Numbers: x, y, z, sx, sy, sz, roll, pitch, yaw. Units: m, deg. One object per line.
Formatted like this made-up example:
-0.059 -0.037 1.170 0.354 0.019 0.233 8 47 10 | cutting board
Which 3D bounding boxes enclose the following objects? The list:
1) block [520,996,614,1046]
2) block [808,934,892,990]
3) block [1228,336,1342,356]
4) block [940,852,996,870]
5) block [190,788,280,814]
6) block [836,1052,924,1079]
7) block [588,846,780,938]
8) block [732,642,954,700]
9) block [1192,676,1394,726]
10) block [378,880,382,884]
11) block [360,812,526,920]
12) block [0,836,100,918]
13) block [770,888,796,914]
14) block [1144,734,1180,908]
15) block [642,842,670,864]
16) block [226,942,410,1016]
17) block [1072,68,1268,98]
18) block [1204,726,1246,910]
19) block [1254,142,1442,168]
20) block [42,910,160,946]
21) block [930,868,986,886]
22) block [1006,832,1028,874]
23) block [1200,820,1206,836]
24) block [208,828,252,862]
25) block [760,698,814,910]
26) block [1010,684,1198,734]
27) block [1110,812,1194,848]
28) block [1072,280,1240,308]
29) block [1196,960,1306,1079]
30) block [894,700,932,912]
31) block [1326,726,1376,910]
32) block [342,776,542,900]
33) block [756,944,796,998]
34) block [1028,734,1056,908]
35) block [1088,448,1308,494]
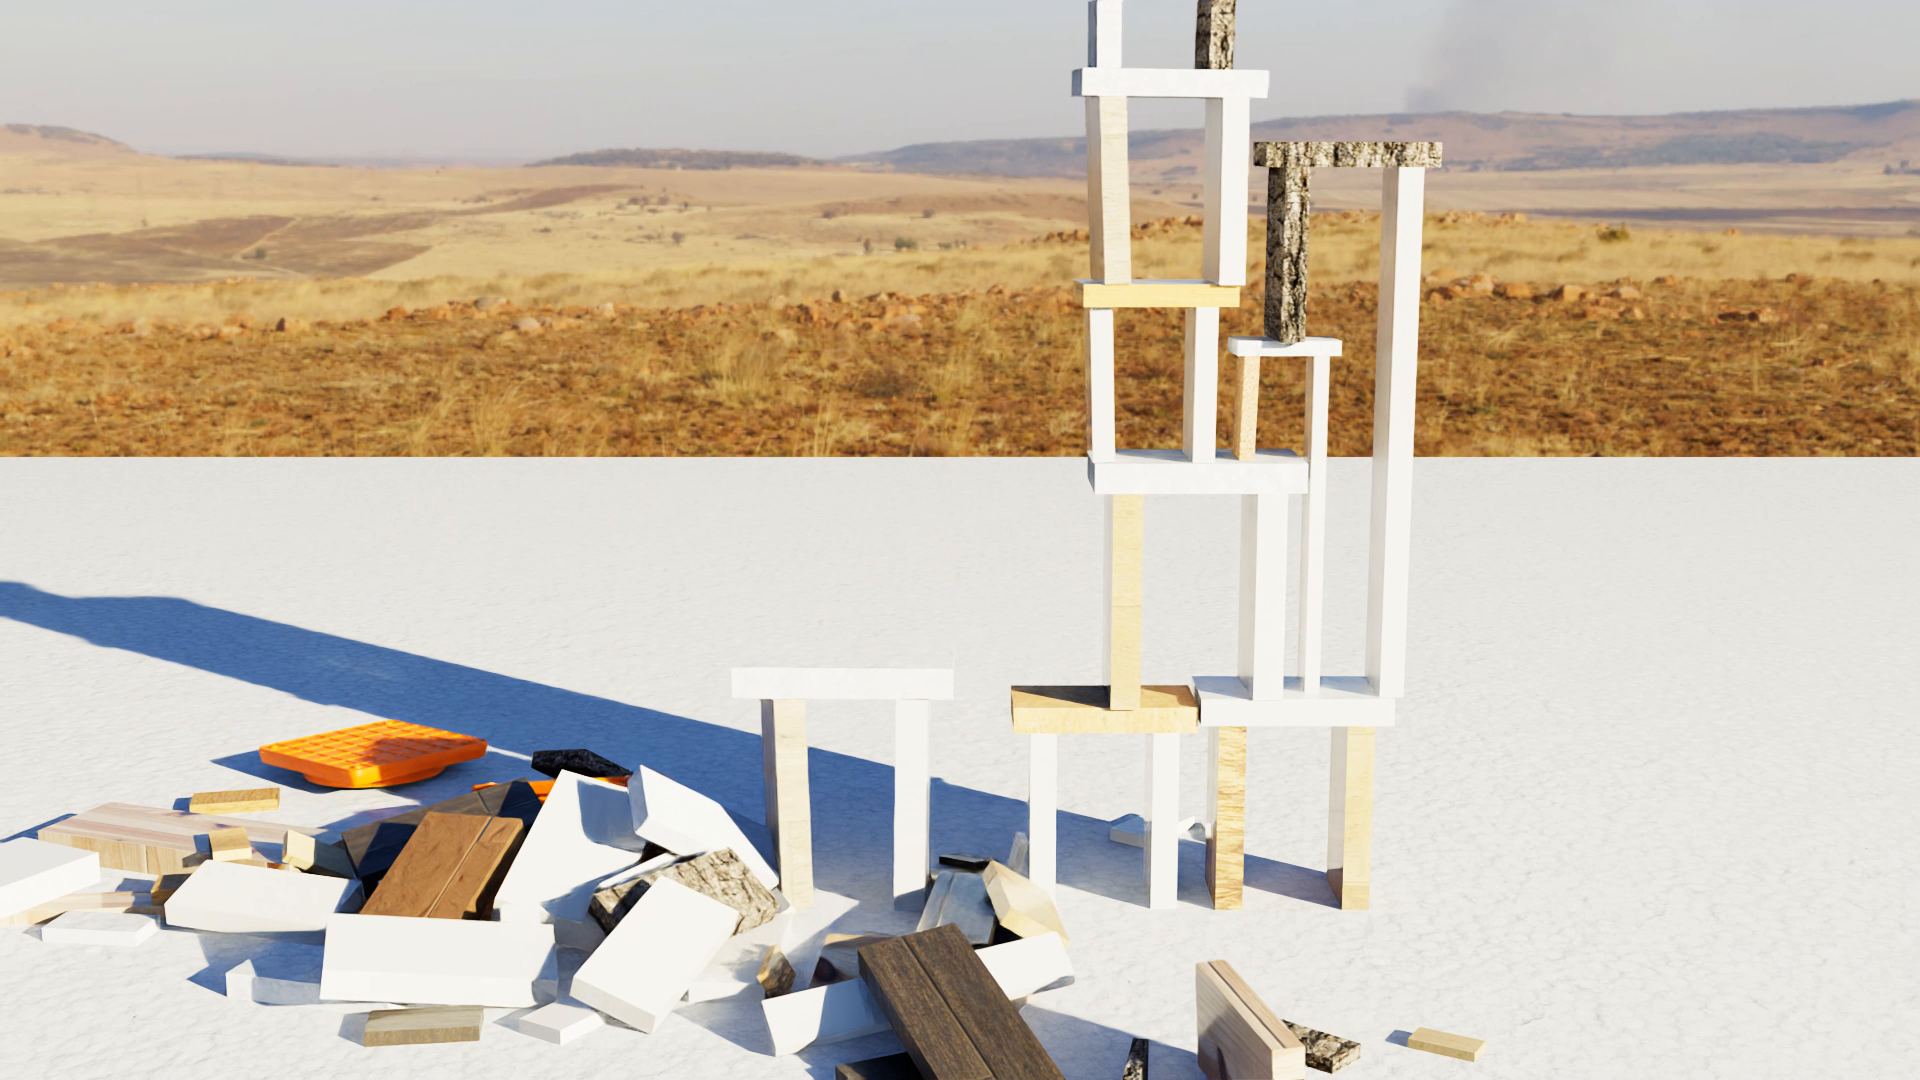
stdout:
-0.546 0.677 3.142 0.078 0.022 0.156 7 12 32 | block
-0.101 0.630 3.184 0.221 0.031 0.110 0 43 19 | block
0.516 -0.309 3.501 0.166 0.023 0.083 0 11 -4 | block
0.013 0.553 3.783 0.048 0.014 0.096 -2 1 -40 | block
-1.362 0.492 4.135 0.156 0.022 0.078 -3 11 -14 | block
-0.086 0.714 2.944 0.145 0.021 0.072 -5 12 -25 | block
-0.421 0.563 3.366 0.265 0.038 0.133 -14 48 -44 | block
-0.187 0.214 3.607 0.355 0.050 0.177 0 10 1 | block
0.542 0.263 3.607 0.310 0.044 0.155 0 11 0 | block
-0.810 0.570 3.525 0.224 0.032 0.112 -10 35 -19 | block
-0.823 0.551 3.452 0.164 0.047 0.329 2 31 13 | block
-1.593 0.566 3.540 0.180 0.051 0.359 5 12 27 | block
-0.299 0.594 3.545 0.046 0.013 0.092 -38 21 -11 | block
0.333 0.444 3.644 0.042 0.297 0.148 0 10 0 | block
-0.574 0.504 3.759 0.317 0.045 0.158 2 11 8 | block
-0.928 0.648 3.252 0.268 0.038 0.134 3 11 16 | block
0.324 -0.710 3.422 0.285 0.040 0.143 0 10 -4 | block
0.439 0.438 3.639 0.044 0.311 0.155 0 11 0 | block
0.605 -0.605 3.448 0.270 0.038 0.135 0 11 -1 | block
-1.358 0.614 3.479 0.157 0.022 0.078 1 11 7 | block
-0.001 0.572 3.729 0.096 0.014 0.048 -1 11 -6 | block
0.092 0.540 3.672 0.014 0.096 0.048 13 8 -11 | block
0.466 0.526 3.974 0.048 0.014 0.095 -1 11 -6 | block
-1.241 0.517 3.736 0.061 0.017 0.122 -4 11 -22 | block
-0.288 0.413 3.645 0.050 0.355 0.177 -4 11 -12 | block
0.234 0.277 3.612 0.297 0.042 0.148 0 11 -1 | block
0.349 0.521 3.980 0.078 0.022 0.157 8 13 38 | block
0.308 -0.390 3.475 0.245 0.035 0.122 -1 11 -5 | block
0.373 0.667 2.843 0.042 0.148 0.295 -5 11 -12 | block
-0.077 0.415 3.640 0.050 0.355 0.177 1 11 1 | block
0.646 0.438 3.639 0.044 0.311 0.155 0 11 0 | block
-0.854 0.494 3.668 0.317 0.045 0.158 -16 26 -21 | block
-0.270 0.641 3.238 0.016 0.056 0.112 -30 7 8 | block
0.135 0.444 3.644 0.042 0.297 0.148 0 11 0 | block
0.378 -0.111 3.539 0.335 0.047 0.167 0 11 -1 | block
